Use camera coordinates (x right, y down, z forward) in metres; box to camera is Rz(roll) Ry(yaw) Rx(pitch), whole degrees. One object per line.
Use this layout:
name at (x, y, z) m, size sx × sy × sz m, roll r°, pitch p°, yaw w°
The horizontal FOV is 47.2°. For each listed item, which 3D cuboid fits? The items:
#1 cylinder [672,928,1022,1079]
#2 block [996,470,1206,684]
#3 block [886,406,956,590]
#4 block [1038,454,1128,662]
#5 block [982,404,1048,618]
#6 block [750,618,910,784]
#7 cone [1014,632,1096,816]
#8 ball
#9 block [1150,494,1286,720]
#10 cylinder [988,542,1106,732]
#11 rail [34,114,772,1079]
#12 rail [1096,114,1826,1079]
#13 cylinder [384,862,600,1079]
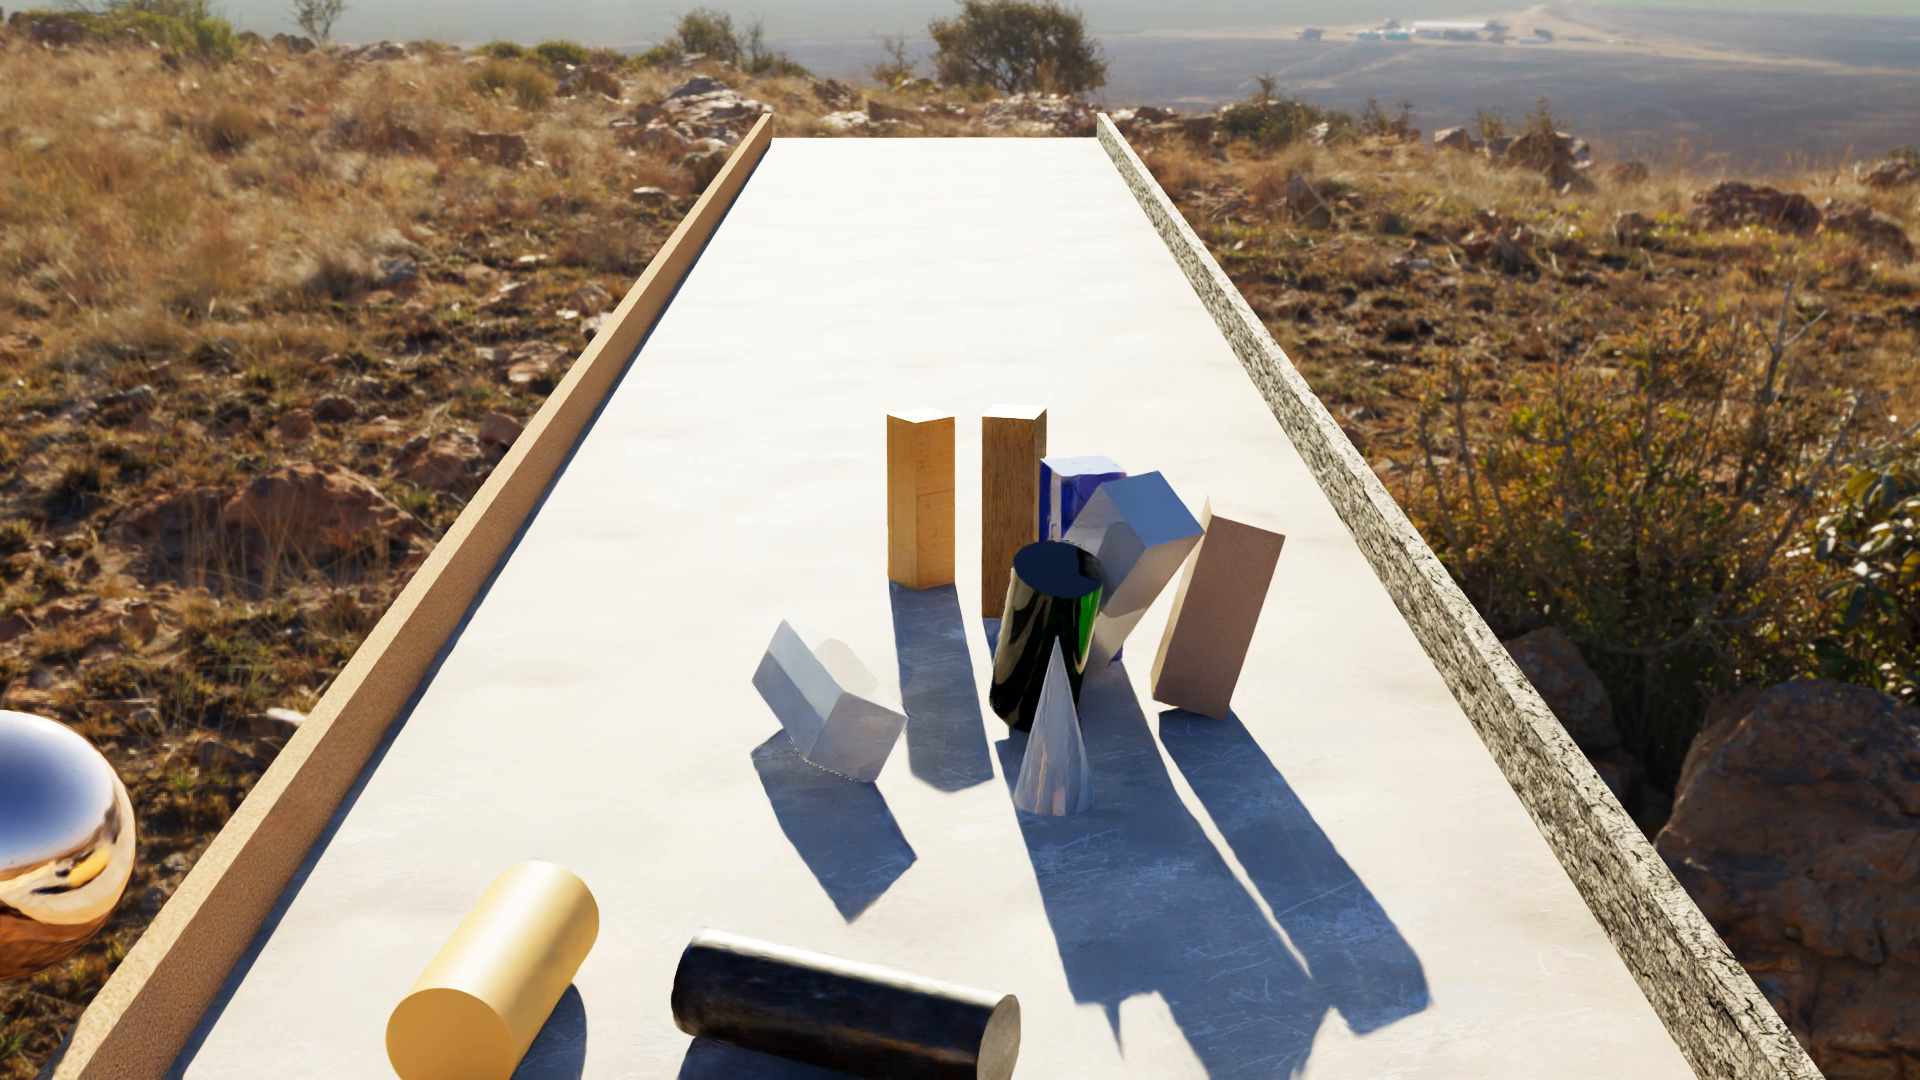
cylinder at (-0.150, 0.622, 2.882) m, size 0.442 × 0.144 × 0.144 m, roll 7°, pitch 18°, yaw 23°
block at (0.258, 0.087, 4.132) m, size 0.153 × 0.456 × 0.153 m, roll -14°, pitch 59°, yaw -39°
block at (-0.086, -0.092, 4.867) m, size 0.108 × 0.381 × 0.108 m, roll -12°, pitch 21°, yaw -36°
block at (0.243, 0.040, 4.405) m, size 0.137 × 0.391 × 0.137 m, roll -4°, pitch 17°, yaw -15°
block at (0.114, -0.058, 4.650) m, size 0.113 × 0.440 × 0.113 m, roll 4°, pitch 17°, yaw 15°
block at (-0.240, 0.285, 3.956) m, size 0.136 × 0.136 × 0.392 m, roll 25°, pitch 7°, yaw -25°
cone at (0.161, 0.298, 3.699) m, size 0.142 × 0.300 × 0.142 m, roll 0°, pitch 17°, yaw 0°
ball at (-1.263, 0.398, 2.875) m, size 0.355 × 0.355 × 0.355 m, roll 0°, pitch 17°, yaw 0°
block at (0.478, 0.125, 4.107) m, size 0.141 × 0.375 × 0.141 m, roll 16°, pitch 17°, yaw -1°
cylinder at (0.156, 0.178, 4.008) m, size 0.166 × 0.316 × 0.166 m, roll 6°, pitch 36°, yaw -5°
rail at (-1.118, -0.838, 7.780) m, size 0.050 × 0.150 × 12.000 m, roll 0°, pitch 17°, yaw -1°
rail at (0.932, -0.844, 7.801) m, size 0.050 × 0.150 × 12.000 m, roll 0°, pitch 17°, yaw -1°
cylinder at (-0.620, 0.588, 2.953) m, size 0.169 × 0.169 × 0.376 m, roll 2°, pitch 17°, yaw 7°
